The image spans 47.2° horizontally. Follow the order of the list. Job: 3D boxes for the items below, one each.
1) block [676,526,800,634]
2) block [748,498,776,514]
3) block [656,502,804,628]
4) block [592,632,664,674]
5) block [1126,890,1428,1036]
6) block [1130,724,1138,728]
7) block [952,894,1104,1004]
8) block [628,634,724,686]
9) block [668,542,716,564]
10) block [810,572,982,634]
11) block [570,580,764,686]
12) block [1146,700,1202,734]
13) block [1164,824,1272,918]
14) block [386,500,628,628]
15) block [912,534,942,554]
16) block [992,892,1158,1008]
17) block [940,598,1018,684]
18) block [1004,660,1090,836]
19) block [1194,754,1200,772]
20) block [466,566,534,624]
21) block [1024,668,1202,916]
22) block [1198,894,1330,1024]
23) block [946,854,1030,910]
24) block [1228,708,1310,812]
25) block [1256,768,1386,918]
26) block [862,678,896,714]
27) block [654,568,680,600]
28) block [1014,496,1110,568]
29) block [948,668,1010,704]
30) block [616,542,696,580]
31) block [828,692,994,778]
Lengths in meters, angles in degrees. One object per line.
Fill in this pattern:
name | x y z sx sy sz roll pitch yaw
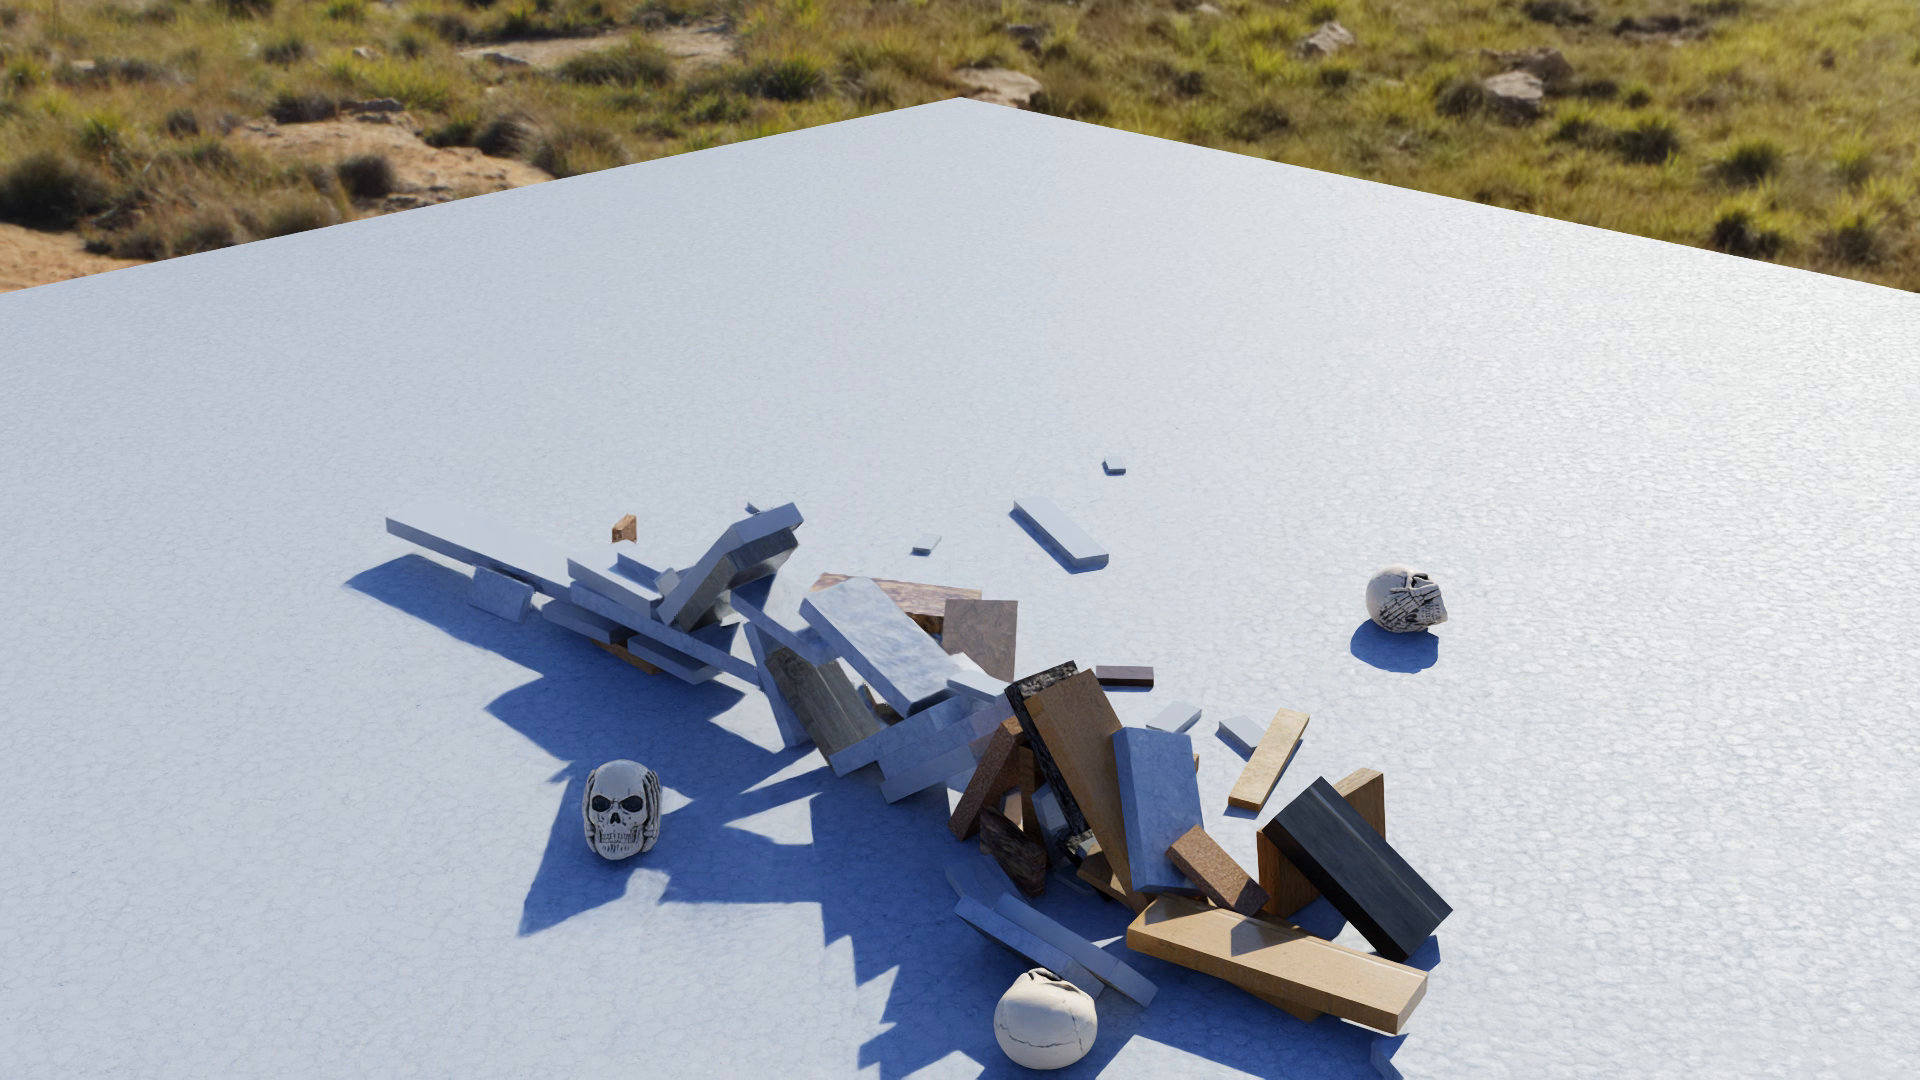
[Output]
block | -0.484 0.089 4.760 0.167 0.334 0.047 -25 78 -35
block | -0.532 -0.087 5.948 0.049 0.014 0.097 -13 26 -28
block | -0.505 0.056 4.803 0.173 0.395 0.049 -22 75 -42
block | -0.744 0.244 5.142 0.120 0.034 0.239 -20 30 -39
block | 0.551 0.735 3.852 0.507 0.041 0.145 13 26 29
block | 0.292 0.476 4.615 0.065 0.018 0.370 15 27 32
block | 0.120 0.723 3.899 0.272 0.131 0.037 23 74 43
block | -0.637 0.259 5.022 0.239 0.034 0.120 21 31 40
block | -0.593 0.086 5.388 0.156 0.044 0.312 -9 25 -21
block | -0.165 0.156 5.333 0.407 0.048 0.170 6 24 14
block | -0.612 0.184 4.972 0.653 0.047 0.167 20 30 39
block | 0.468 0.394 4.808 0.067 0.019 0.134 14 27 30
block | 0.473 0.615 4.031 0.190 0.027 0.095 44 39 14
block | -0.951 0.087 5.330 1.226 0.044 0.156 18 28 36
block | -0.086 0.009 5.723 0.049 0.014 0.097 7 24 15
block | 0.203 0.723 3.888 0.290 0.145 0.041 24 77 43
block | 0.043 0.250 5.047 0.170 0.048 0.340 1 31 3
block | 0.216 0.393 4.175 0.153 0.307 0.043 -17 -13 -39
block | 0.388 0.503 4.528 0.131 0.037 0.263 10 25 22
block | -1.113 0.133 5.326 0.186 0.093 0.026 18 4 35
block | 0.296 0.483 4.124 0.153 0.481 0.043 -21 -10 -41
block | 0.541 0.741 3.952 0.340 0.048 0.170 21 31 40
block | 0.053 0.664 4.138 0.095 0.027 0.190 -12 30 -20
block | 0.652 0.458 4.622 0.067 0.019 0.380 13 29 20
block | 0.691 0.574 4.183 0.048 0.170 0.340 12 25 44
block | -0.156 0.338 4.909 0.095 0.027 0.190 -5 19 -11
block | -0.646 0.115 4.927 0.050 0.101 0.014 -41 40 -26
block | 0.263 -0.025 5.787 0.091 0.026 0.427 -8 24 -19
block | 0.044 0.293 4.397 0.131 0.018 0.065 18 26 40
block | -0.696 0.054 5.065 0.093 0.026 0.186 -20 30 -40
block | -0.100 0.391 4.501 0.173 0.049 0.346 -20 -6 -44
